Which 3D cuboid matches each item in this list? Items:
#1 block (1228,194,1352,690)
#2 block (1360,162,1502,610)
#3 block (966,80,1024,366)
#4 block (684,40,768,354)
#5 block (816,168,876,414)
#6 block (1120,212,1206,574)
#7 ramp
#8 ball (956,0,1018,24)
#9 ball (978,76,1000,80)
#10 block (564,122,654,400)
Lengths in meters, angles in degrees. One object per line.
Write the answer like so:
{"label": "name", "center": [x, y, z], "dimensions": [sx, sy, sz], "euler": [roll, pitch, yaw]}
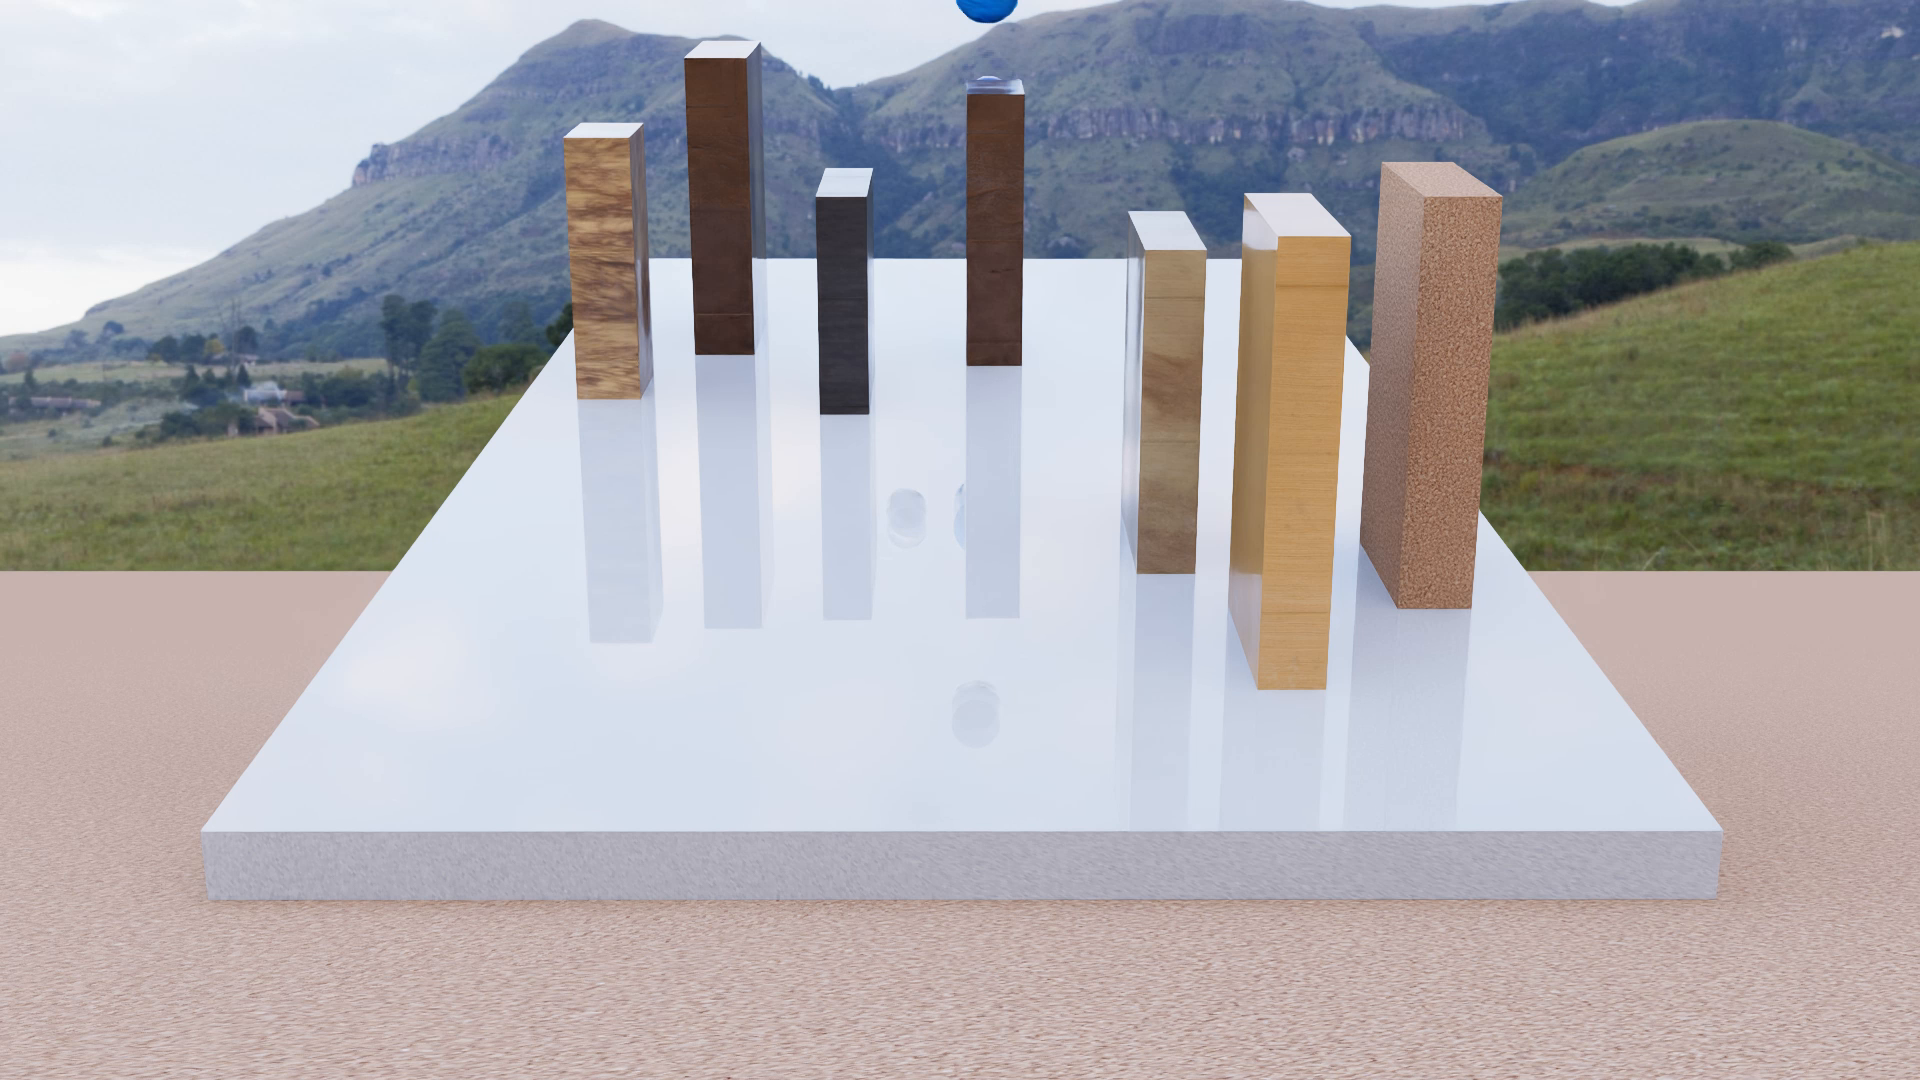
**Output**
{"label": "block", "center": [0.506, -0.162, 3.488], "dimensions": [0.105, 0.697, 0.385], "euler": [0, 18, 0]}
{"label": "block", "center": [0.798, -0.272, 3.831], "dimensions": [0.124, 0.695, 0.372], "euler": [0, 18, 0]}
{"label": "block", "center": [0.083, -0.781, 5.475], "dimensions": [0.135, 0.651, 0.315], "euler": [0, 18, 0]}
{"label": "block", "center": [-0.582, -0.867, 5.624], "dimensions": [0.148, 0.722, 0.423], "euler": [0, 18, 0]}
{"label": "block", "center": [-0.258, -0.574, 5.100], "dimensions": [0.110, 0.487, 0.409], "euler": [0, 18, 0]}
{"label": "block", "center": [0.362, -0.273, 4.029], "dimensions": [0.103, 0.575, 0.386], "euler": [0, 18, 0]}
{"label": "ramp", "center": [-0.003, -0.185, 4.853], "dimensions": [2.000, 0.100, 4.000], "euler": [0, 18, 0]}
{"label": "ball", "center": [0.080, -1.611, 6.539], "dimensions": [0.197, 0.197, 0.197], "euler": [0, -1, 0]}
{"label": "ball", "center": [0.085, -1.317, 6.689], "dimensions": [0.140, 0.140, 0.140], "euler": [0, -1, 0]}
{"label": "block", "center": [-0.803, -0.642, 5.134], "dimensions": [0.145, 0.595, 0.247], "euler": [0, 18, 0]}
